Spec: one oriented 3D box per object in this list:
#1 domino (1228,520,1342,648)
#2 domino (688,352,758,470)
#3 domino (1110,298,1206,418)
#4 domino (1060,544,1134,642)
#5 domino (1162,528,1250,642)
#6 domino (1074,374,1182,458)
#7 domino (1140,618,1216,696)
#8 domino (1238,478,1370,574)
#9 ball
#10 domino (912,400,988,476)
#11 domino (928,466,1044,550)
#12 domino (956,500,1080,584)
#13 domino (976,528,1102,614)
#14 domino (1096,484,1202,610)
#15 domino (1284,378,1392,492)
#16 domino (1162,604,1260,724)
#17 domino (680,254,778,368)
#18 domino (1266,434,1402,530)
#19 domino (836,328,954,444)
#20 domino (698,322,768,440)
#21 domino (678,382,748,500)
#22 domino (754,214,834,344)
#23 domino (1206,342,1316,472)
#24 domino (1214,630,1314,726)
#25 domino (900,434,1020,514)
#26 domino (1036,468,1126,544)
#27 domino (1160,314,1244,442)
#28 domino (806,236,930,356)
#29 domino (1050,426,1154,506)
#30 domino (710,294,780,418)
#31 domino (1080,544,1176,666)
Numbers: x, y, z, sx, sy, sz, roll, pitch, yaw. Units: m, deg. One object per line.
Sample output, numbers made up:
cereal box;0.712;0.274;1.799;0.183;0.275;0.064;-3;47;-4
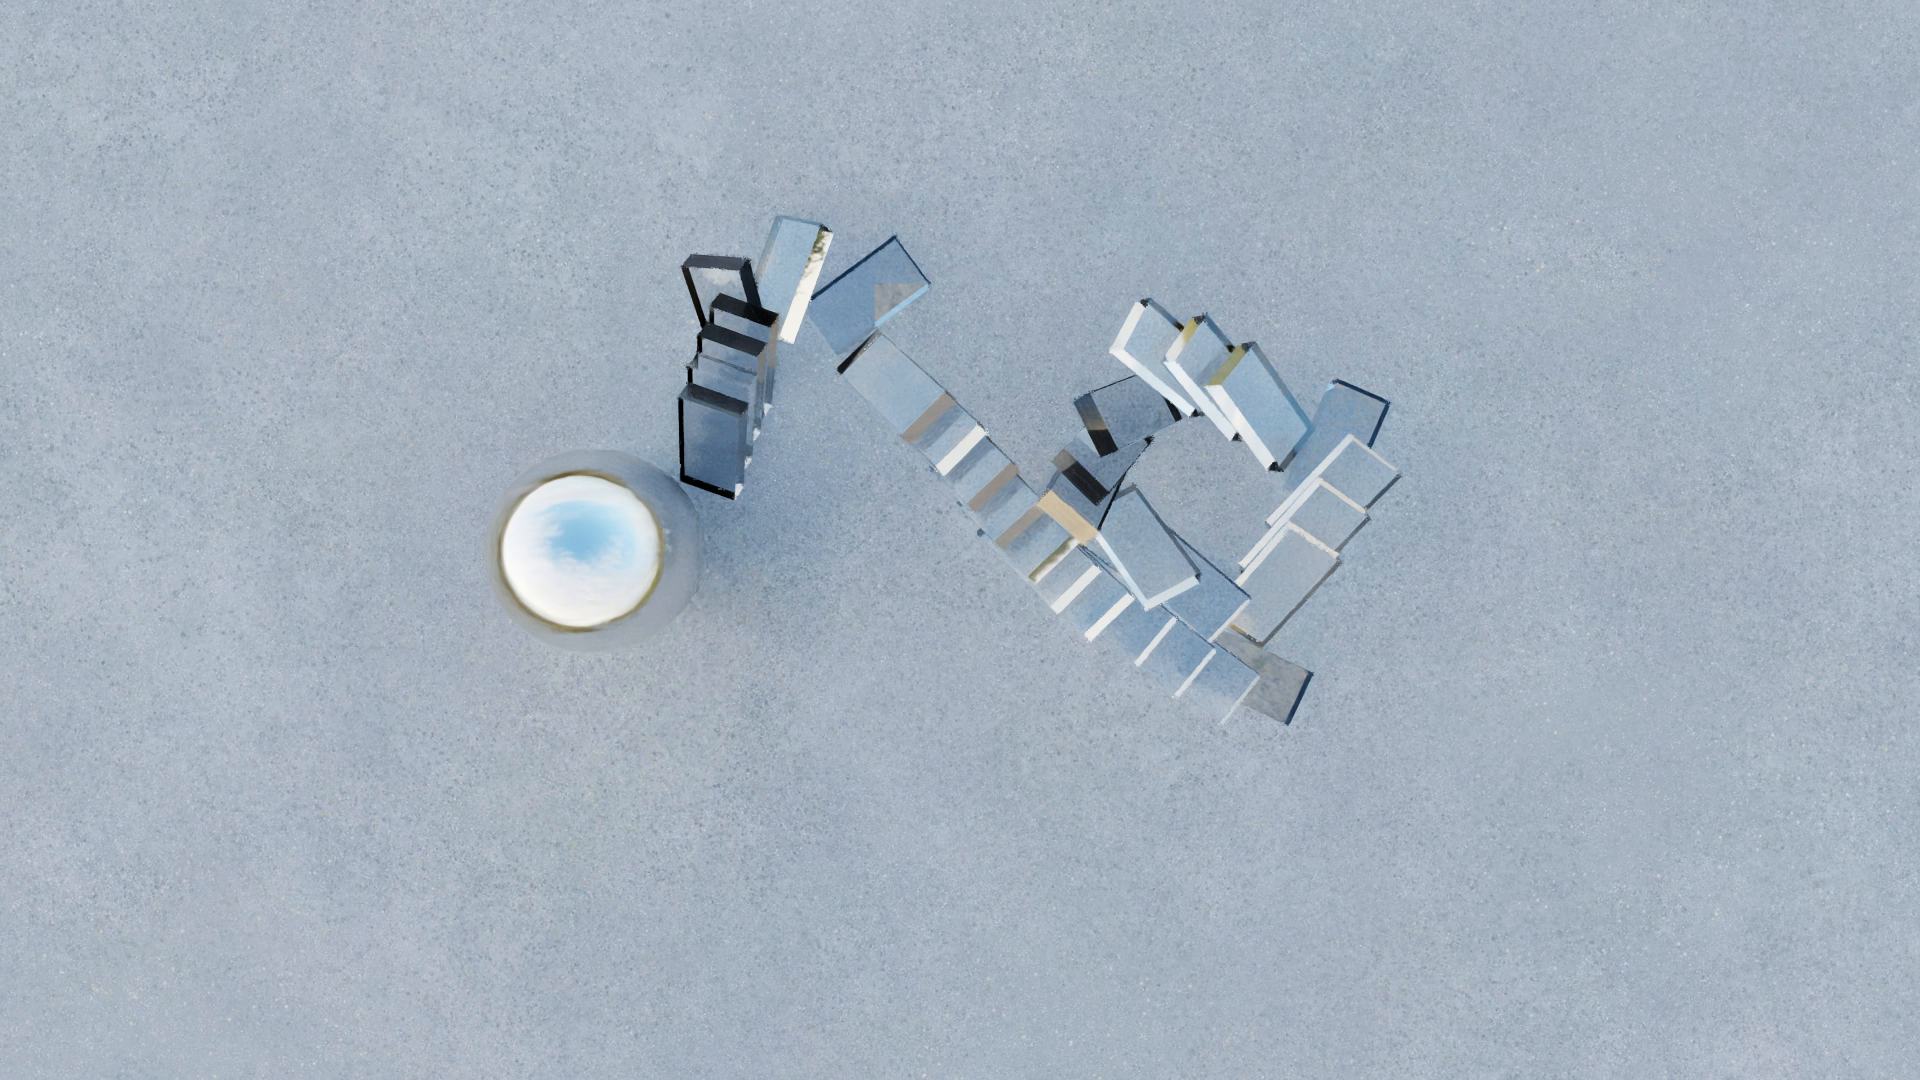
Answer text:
domino;0.132;0.019;0.384;0.025;0.010;0.050;34;117;-1
domino;-0.098;-0.052;0.378;0.025;0.050;0.009;20;50;0
domino;0.088;-0.076;0.384;0.050;0.009;0.025;32;81;-25
domino;0.046;0.016;0.382;0.025;0.009;0.050;-44;57;0
domino;0.094;0.017;0.385;0.025;0.010;0.050;-46;65;0
domino;0.070;-0.054;0.380;0.050;0.010;0.025;-26;90;-42
domino;0.079;0.040;0.384;0.050;0.009;0.025;40;90;27
domino;0.144;0.001;0.384;0.025;0.009;0.050;35;117;-1
ball;-0.142;0.004;0.360;0.080;0.080;0.080;0;90;0
domino;-0.014;-0.052;0.383;0.025;0.009;0.050;-44;59;0
domino;0.011;-0.022;0.382;0.025;0.010;0.050;-42;56;2
domino;0.023;-0.008;0.381;0.025;0.010;0.050;-44;56;0
domino;0.032;0.005;0.382;0.025;0.010;0.050;-44;56;0
domino;0.075;0.002;0.382;0.025;0.009;0.050;-27;58;-6
domino;0.163;-0.041;0.395;0.025;0.009;0.050;23;90;0
domino;0.097;0.051;0.384;0.050;0.009;0.025;38;90;27
domino;-0.094;-0.091;0.376;0.025;0.050;0.010;8;48;14
domino;0.156;-0.017;0.384;0.025;0.009;0.050;36;117;-2
domino;-0.028;-0.065;0.383;0.025;0.009;0.050;-44;59;0
domino;-0.095;-0.063;0.378;0.025;0.050;0.009;20;50;0
domino;-0.102;-0.040;0.378;0.025;0.050;0.010;20;50;0
domino;-0.075;-0.111;0.390;0.025;0.009;0.050;20;90;27
domino;0.126;-0.055;0.382;0.050;0.010;0.025;46;76;-23
domino;0.123;0.057;0.395;0.050;0.010;0.025;25;90;0
domino;-0.001;-0.037;0.382;0.025;0.010;0.050;-43;58;1
domino;0.051;-0.022;0.377;0.025;0.050;0.010;40;130;-5
domino;0.108;-0.067;0.383;0.050;0.009;0.025;41;78;-23
domino;-0.041;-0.105;0.395;0.050;0.009;0.025;-36;90;0
domino;0.060;-0.037;0.379;0.025;0.050;0.010;45;135;0
domino;-0.090;-0.075;0.378;0.025;0.050;0.009;20;50;0
domino;0.063;0.027;0.384;0.050;0.009;0.025;40;90;27
